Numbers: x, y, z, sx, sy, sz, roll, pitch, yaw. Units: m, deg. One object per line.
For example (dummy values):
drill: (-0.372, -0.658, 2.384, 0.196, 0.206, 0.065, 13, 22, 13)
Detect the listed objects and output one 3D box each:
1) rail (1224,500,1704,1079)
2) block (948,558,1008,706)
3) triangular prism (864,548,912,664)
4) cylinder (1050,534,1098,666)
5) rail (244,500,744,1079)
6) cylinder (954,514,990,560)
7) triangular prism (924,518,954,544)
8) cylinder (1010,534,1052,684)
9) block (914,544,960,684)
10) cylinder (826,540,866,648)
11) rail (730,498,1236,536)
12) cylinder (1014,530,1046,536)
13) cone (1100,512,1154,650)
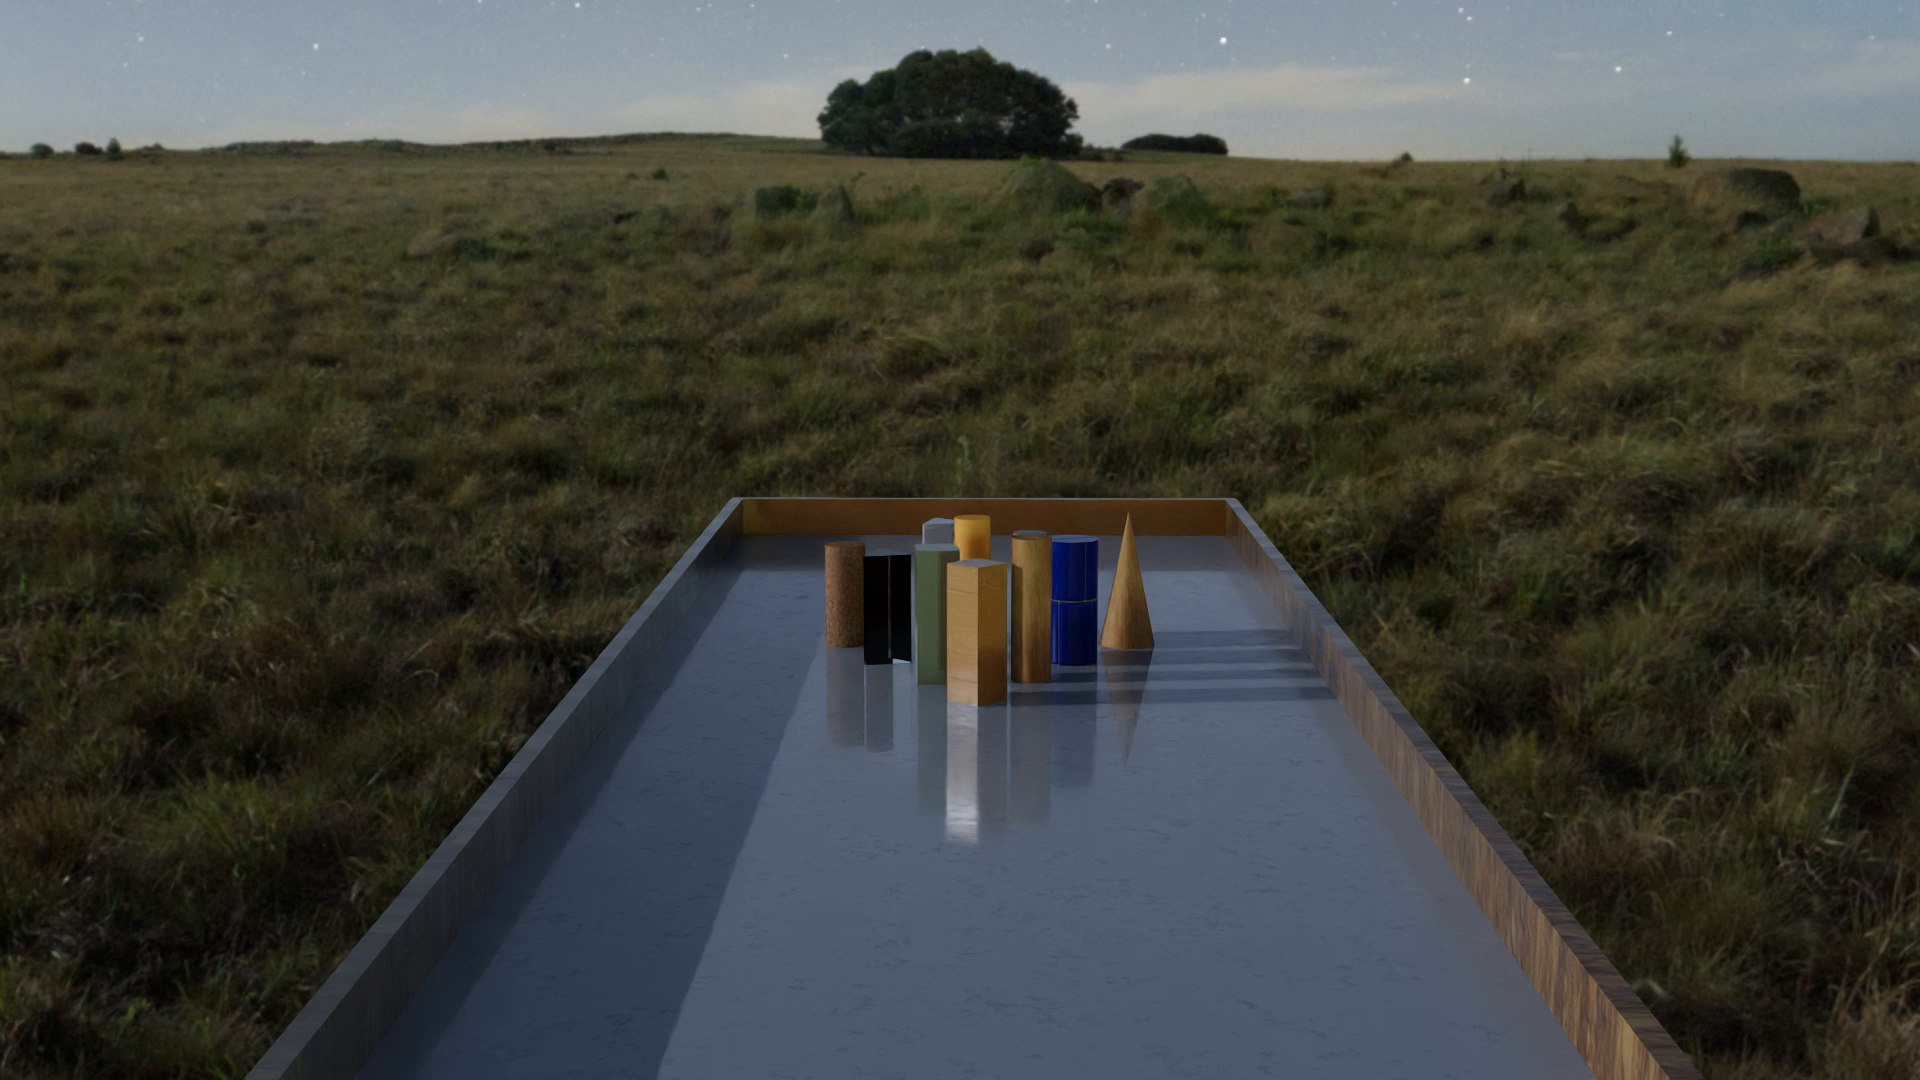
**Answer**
rail: (1.046, 0.843, 3.208, 0.050, 0.150, 12.000, 0, 9, 1)
block: (0.048, 0.256, 6.149, 0.118, 0.389, 0.118, 9, 13, 44)
triangular prism: (-0.234, 0.200, 6.684, 0.145, 0.332, 0.126, -2, 9, -15)
cylinder: (0.338, 0.182, 6.662, 0.159, 0.376, 0.159, 0, 9, 0)
rail: (-1.004, 0.839, 3.234, 0.050, 0.150, 12.000, 0, 9, 1)
cylinder: (0.038, 0.147, 6.692, 0.111, 0.436, 0.111, 0, 9, 0)
triangular prism: (-0.058, 0.127, 6.986, 0.152, 0.383, 0.131, -2, 9, -15)
cylinder: (0.208, 0.199, 6.410, 0.117, 0.421, 0.117, 0, 9, 0)
block: (-0.067, 0.215, 6.400, 0.122, 0.392, 0.122, -1, 9, -5)
cylinder: (-0.360, 0.170, 6.918, 0.126, 0.318, 0.126, 0, 9, 0)
rail: (0.099, -0.098, 9.147, 2.100, 0.150, 0.050, 0, 9, 1)
cylinder: (0.220, 0.150, 6.941, 0.107, 0.352, 0.107, 0, 9, 0)
cone: (0.527, 0.118, 6.909, 0.173, 0.424, 0.173, 0, 9, 0)
